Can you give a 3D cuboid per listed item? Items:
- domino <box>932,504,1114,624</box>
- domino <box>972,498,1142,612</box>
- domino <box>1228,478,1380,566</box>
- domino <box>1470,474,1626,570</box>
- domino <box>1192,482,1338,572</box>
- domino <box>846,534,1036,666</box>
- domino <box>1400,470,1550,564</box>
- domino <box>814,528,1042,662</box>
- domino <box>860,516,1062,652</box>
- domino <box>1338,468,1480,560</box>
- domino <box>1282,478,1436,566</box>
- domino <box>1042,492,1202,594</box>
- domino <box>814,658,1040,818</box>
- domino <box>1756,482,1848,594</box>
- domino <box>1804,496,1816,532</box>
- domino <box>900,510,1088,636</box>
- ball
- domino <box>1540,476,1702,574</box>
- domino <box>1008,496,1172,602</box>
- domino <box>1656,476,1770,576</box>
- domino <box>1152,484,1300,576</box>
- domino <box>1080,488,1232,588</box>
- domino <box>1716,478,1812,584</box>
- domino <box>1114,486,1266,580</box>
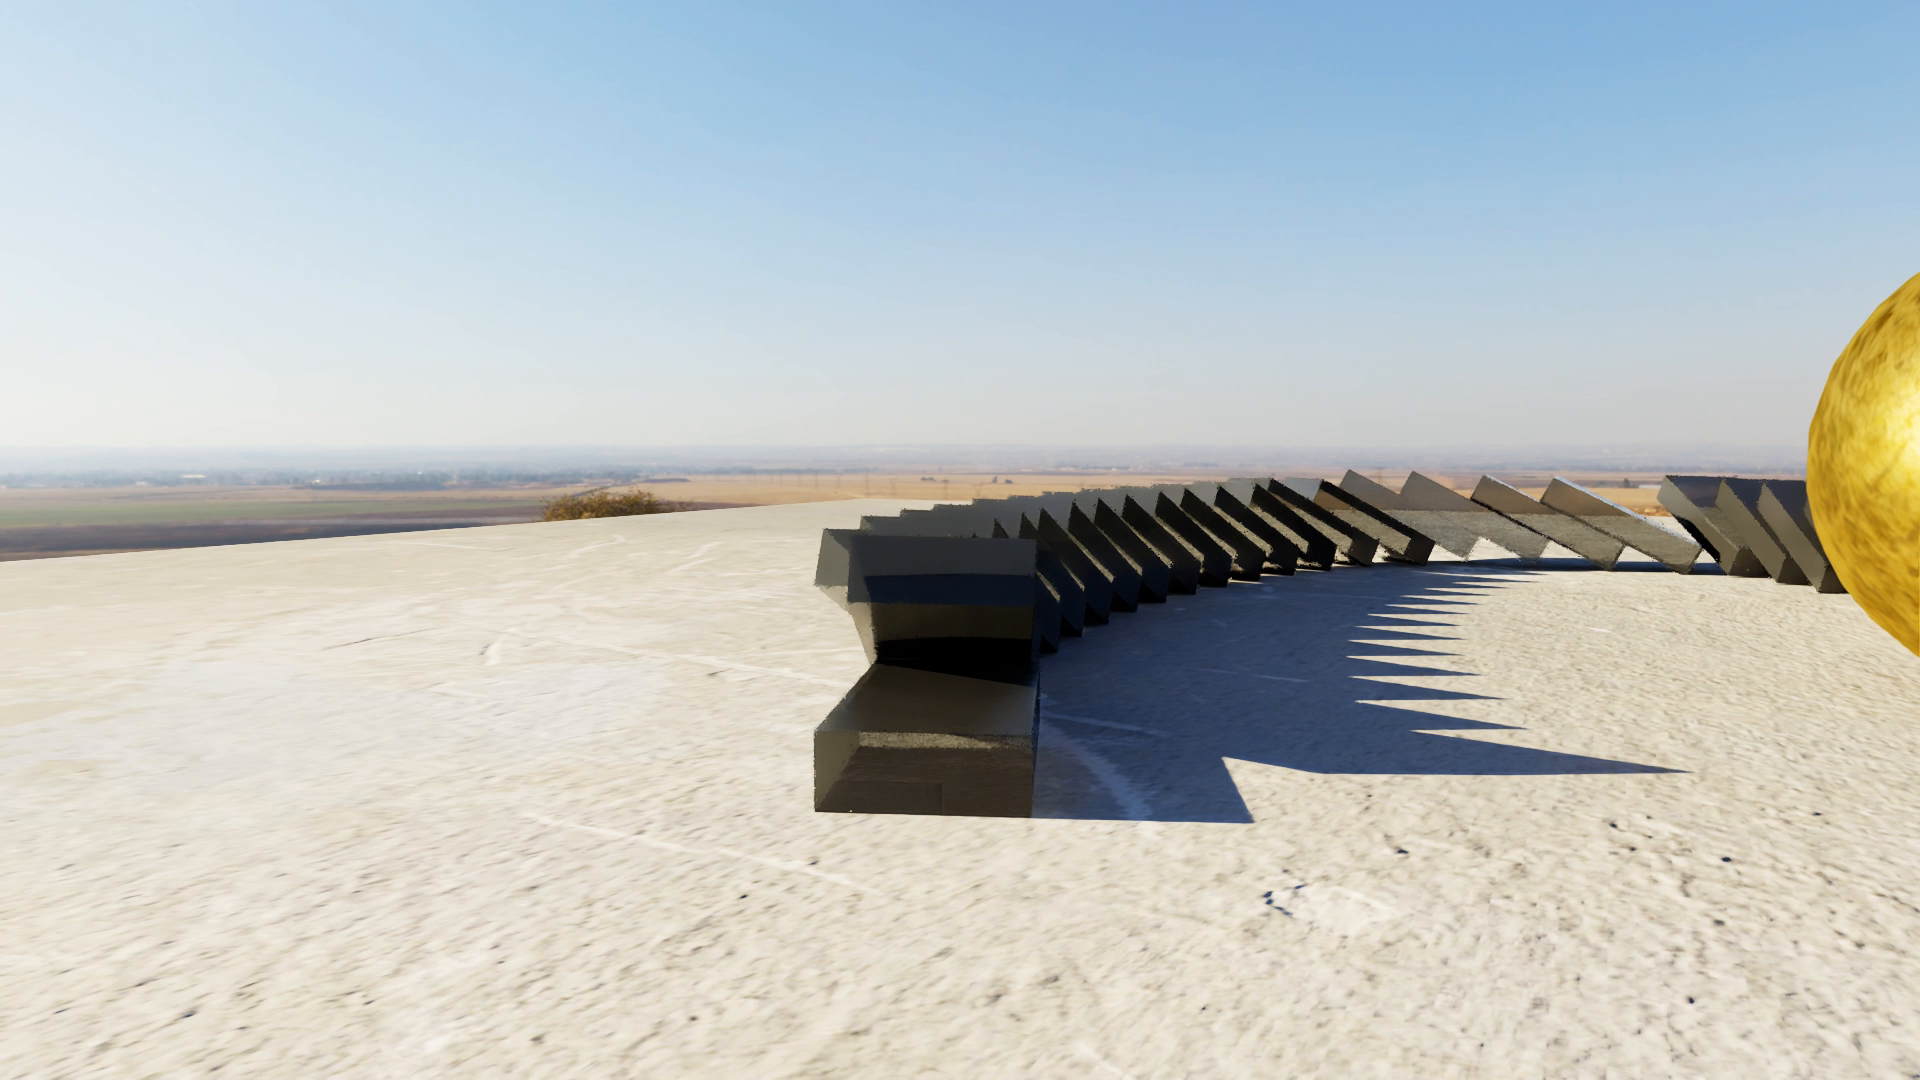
[{"bbox_3d":[0.015,0.006,0.290,0.025,0.009,0.050,2,-20,26],"label":"domino"},{"bbox_3d":[0.024,0.004,0.311,0.025,0.010,0.050,2,-20,28],"label":"domino"},{"bbox_3d":[0.117,-0.006,0.443,0.050,0.009,0.025,27,-7,-21],"label":"domino"},{"bbox_3d":[0.204,-0.007,0.446,0.050,0.009,0.025,31,15,21],"label":"domino"},{"bbox_3d":[0.100,-0.004,0.424,0.050,0.009,0.025,30,-16,-38],"label":"domino"},{"bbox_3d":[-0.002,0.013,0.195,0.025,0.009,0.050,1,-20,2],"label":"domino"},{"bbox_3d":[0.181,-0.008,0.451,0.050,0.010,0.025,31,12,21],"label":"domino"},{"bbox_3d":[-0.004,0.011,0.222,0.025,0.009,0.050,1,-19,17],"label":"domino"},{"bbox_3d":[0.001,0.009,0.245,0.025,0.009,0.050,1,-20,19],"label":"domino"},{"bbox_3d":[0.163,-0.009,0.465,0.050,0.010,0.025,31,11,21],"label":"domino"},{"bbox_3d":[0.139,-0.007,0.452,0.050,0.009,0.025,26,-3,-16],"label":"domino"},{"bbox_3d":[0.044,0.001,0.352,0.025,0.009,0.050,3,-20,36],"label":"domino"},{"bbox_3d":[-0.002,0.025,0.172,0.025,0.009,0.050,0,4,5],"label":"domino"},{"bbox_3d":[0.261,-0.001,0.382,0.025,0.009,0.050,1,31,11],"label":"domino"},{"bbox_3d":[0.258,0.000,0.359,0.025,0.009,0.050,1,30,17],"label":"domino"},{"bbox_3d":[0.008,0.008,0.267,0.025,0.010,0.050,2,-20,21],"label":"domino"},{"bbox_3d":[0.178,-0.012,0.197,0.080,0.080,0.080,0,4,0],"label":"ball"},{"bbox_3d":[0.224,-0.006,0.436,0.050,0.010,0.025,32,18,23],"label":"domino"},{"bbox_3d":[0.033,0.003,0.332,0.025,0.010,0.050,3,-20,32],"label":"domino"},{"bbox_3d":[0.258,-0.005,0.428,0.025,0.009,0.050,2,31,-1],"label":"domino"},{"bbox_3d":[0.084,-0.003,0.408,0.025,0.010,0.050,5,-19,47],"label":"domino"},{"bbox_3d":[0.057,0.000,0.371,0.025,0.010,0.050,3,-20,38],"label":"domino"},{"bbox_3d":[0.262,-0.003,0.405,0.025,0.010,0.050,2,31,7],"label":"domino"},{"bbox_3d":[0.070,-0.002,0.391,0.025,0.010,0.050,4,-20,44],"label":"domino"}]
